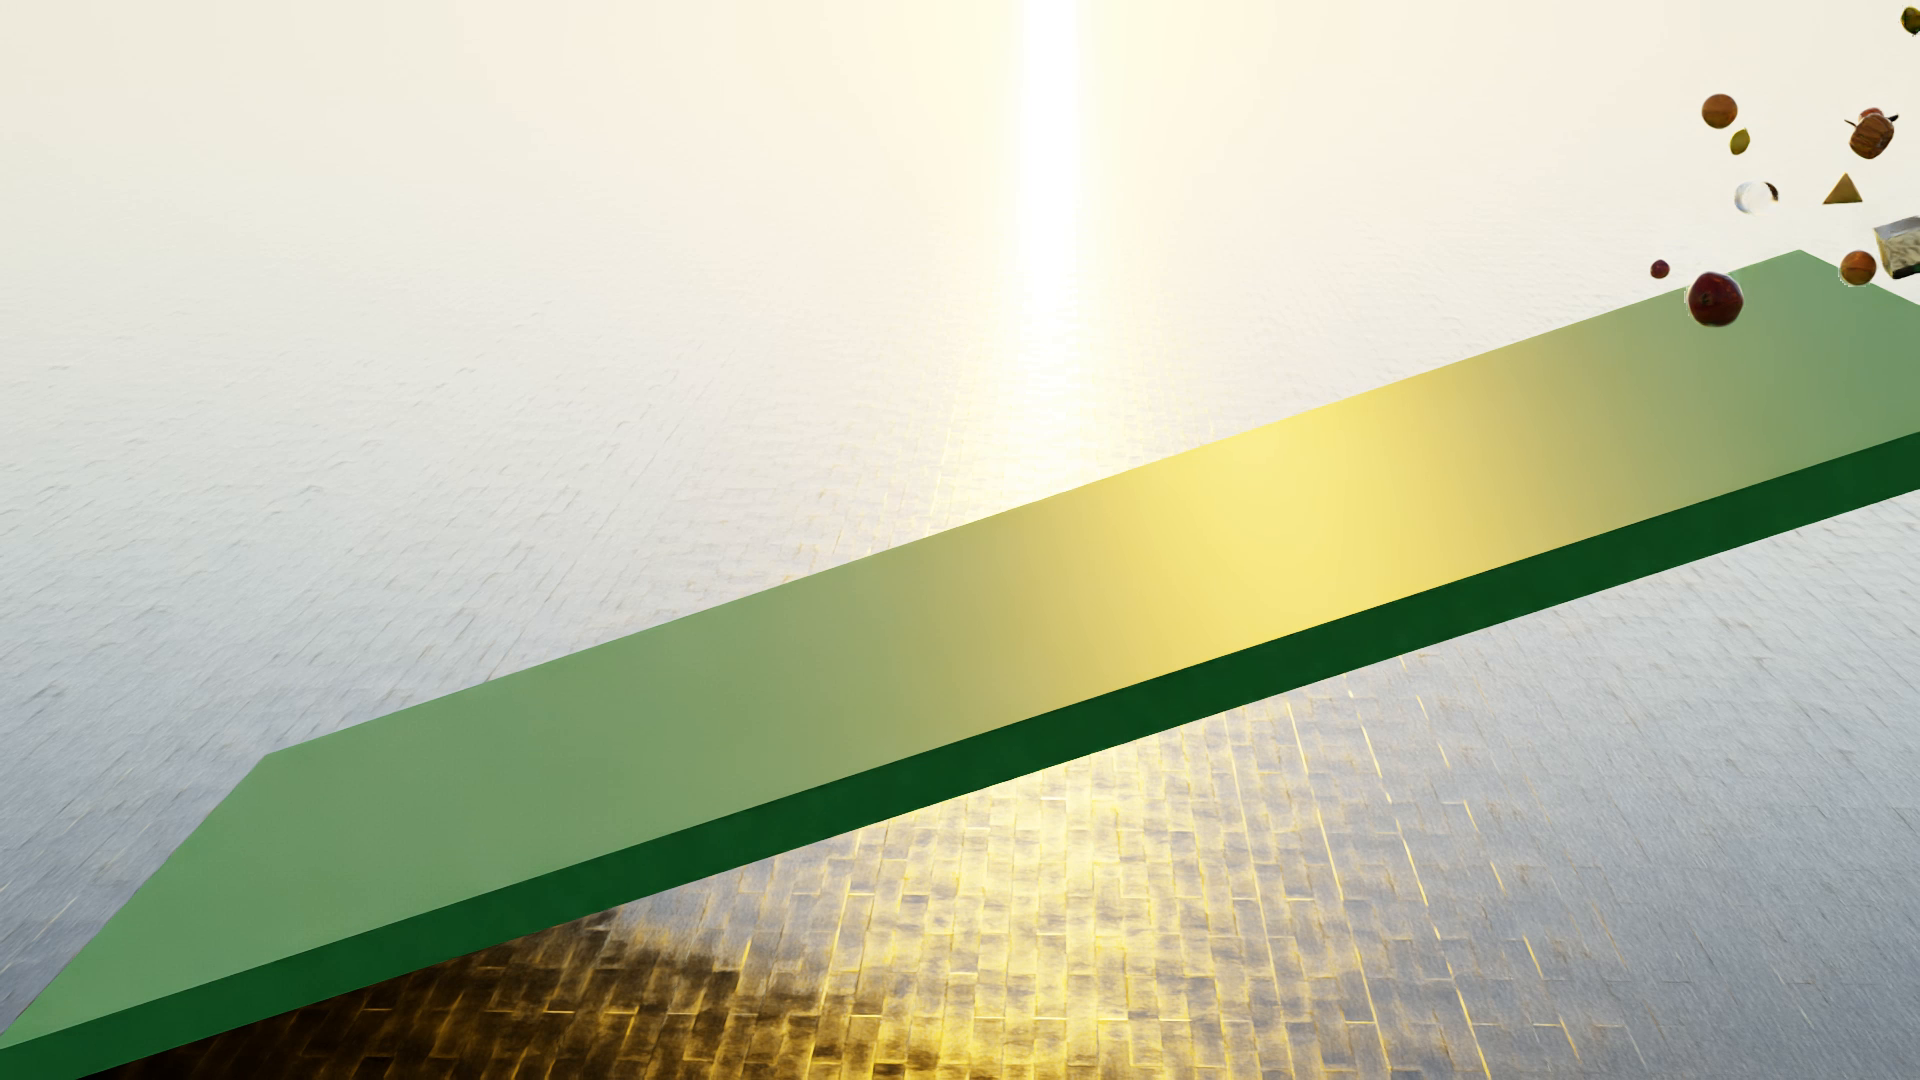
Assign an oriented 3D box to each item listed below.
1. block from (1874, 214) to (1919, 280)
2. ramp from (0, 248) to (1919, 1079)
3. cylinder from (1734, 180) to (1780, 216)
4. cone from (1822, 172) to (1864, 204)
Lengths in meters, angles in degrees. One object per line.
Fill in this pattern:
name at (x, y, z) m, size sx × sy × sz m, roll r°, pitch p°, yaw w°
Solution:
block at (1.859, -0.575, 5.785) m, size 0.087 × 0.087 × 0.087 m, roll -17°, pitch 19°, yaw 10°
ramp at (0.108, 0.180, 6.304) m, size 4.000 × 0.100 × 2.000 m, roll -18°, pitch 11°, yaw 6°
cylinder at (1.664, -0.714, 6.146) m, size 0.071 × 0.071 × 0.071 m, roll -1°, pitch 9°, yaw -5°
cone at (1.711, -0.671, 5.733) m, size 0.072 × 0.072 × 0.072 m, roll -30°, pitch 2°, yaw 21°
